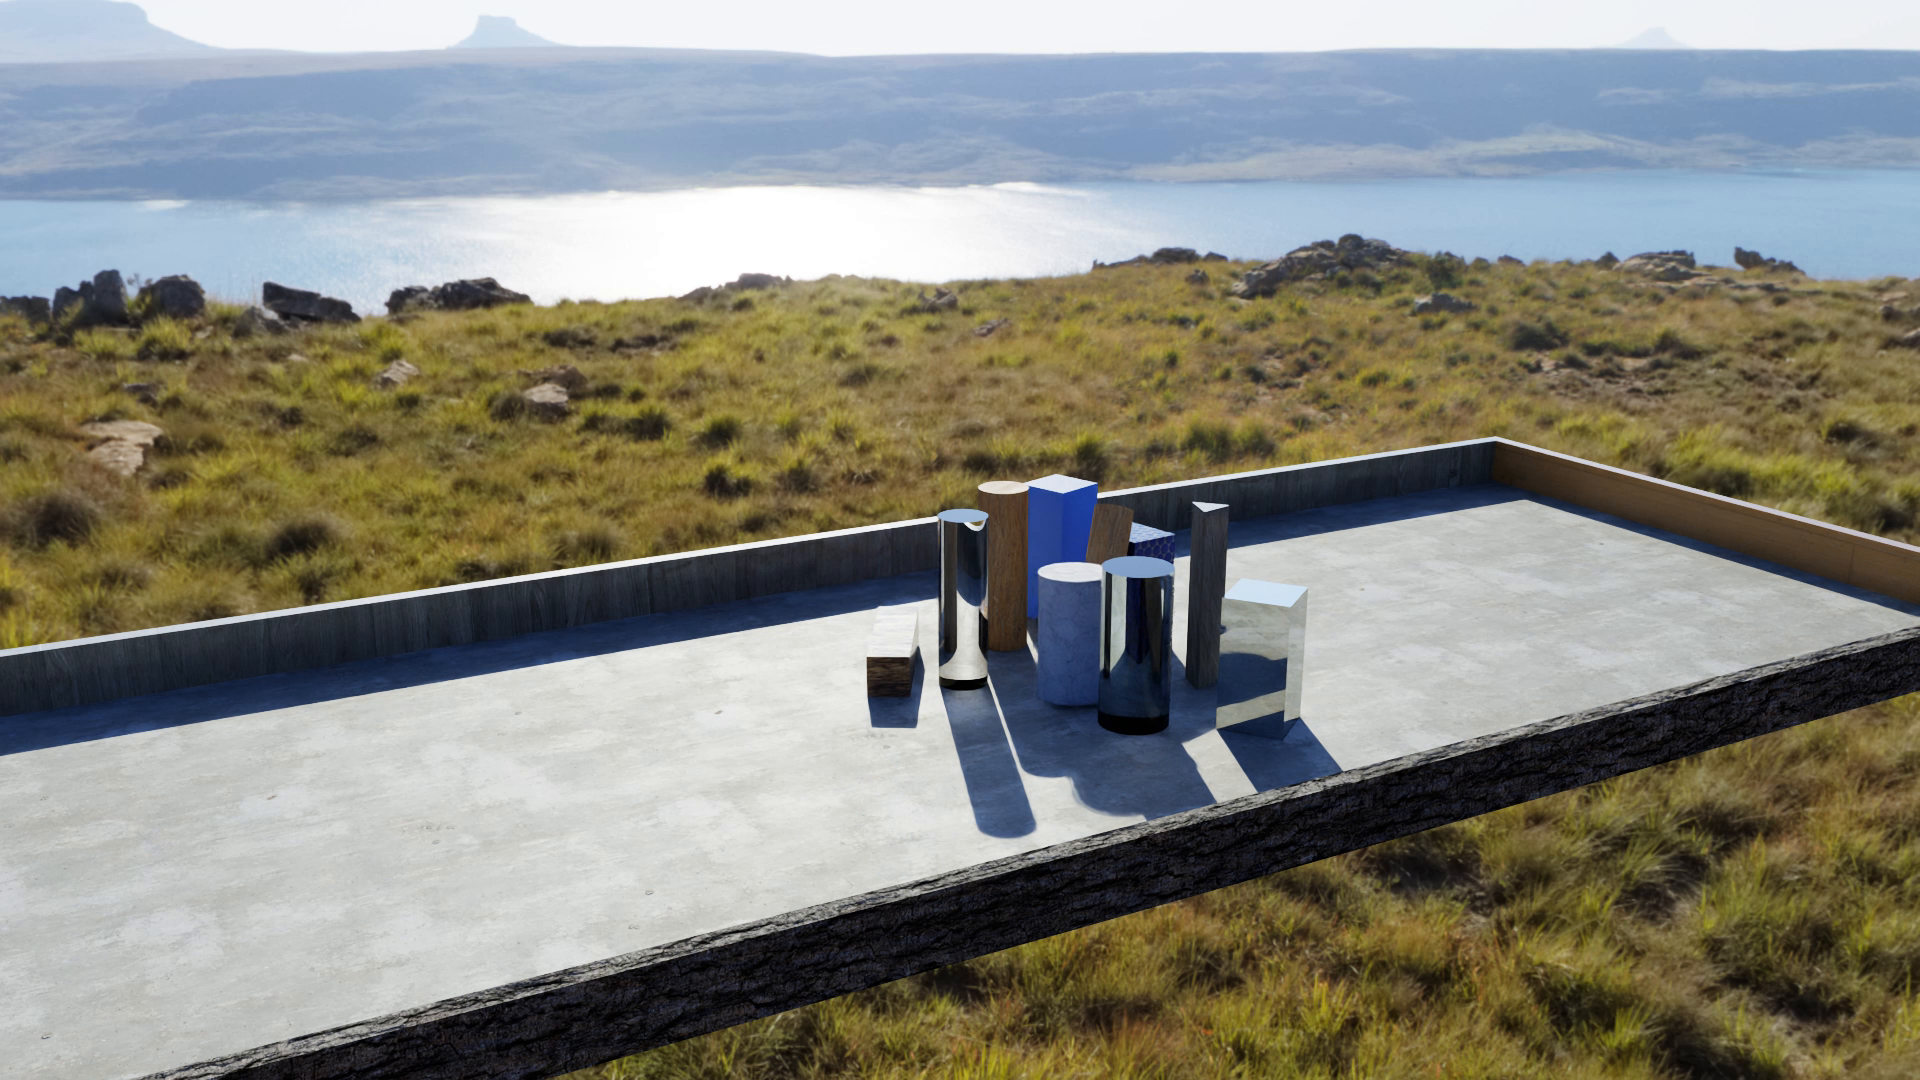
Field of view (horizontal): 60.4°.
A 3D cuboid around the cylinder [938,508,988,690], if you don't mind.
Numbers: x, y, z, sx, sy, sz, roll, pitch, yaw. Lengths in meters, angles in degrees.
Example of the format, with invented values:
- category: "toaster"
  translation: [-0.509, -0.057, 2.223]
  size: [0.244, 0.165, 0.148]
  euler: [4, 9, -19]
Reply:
- category: "cylinder"
  translation: [0.008, 0.148, 4.082]
  size: [0.124, 0.433, 0.124]
  euler: [0, 16, 0]

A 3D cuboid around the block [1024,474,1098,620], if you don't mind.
- category: "block"
  translation: [0.274, 0.026, 4.593]
  size: [0.150, 0.379, 0.150]
  euler: [15, 22, 41]

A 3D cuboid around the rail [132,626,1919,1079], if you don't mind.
- category: "rail"
  translation: [-2.336, 1.006, 1.665]
  size: [12.000, 0.150, 0.050]
  euler: [-9, 18, -27]

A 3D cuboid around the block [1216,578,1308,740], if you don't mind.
- category: "block"
  translation: [0.703, 0.276, 3.842]
  size: [0.159, 0.324, 0.159]
  euler: [8, 18, 24]

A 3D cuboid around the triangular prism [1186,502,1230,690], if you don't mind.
- category: "triangular prism"
  translation: [0.597, 0.135, 4.085]
  size: [0.089, 0.458, 0.077]
  euler: [-14, 21, -38]

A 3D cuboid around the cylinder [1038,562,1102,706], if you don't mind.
- category: "cylinder"
  translation: [0.279, 0.228, 4.017]
  size: [0.180, 0.310, 0.180]
  euler: [0, 14, 0]

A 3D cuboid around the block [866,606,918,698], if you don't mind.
- category: "block"
  translation: [-0.169, 0.281, 4.211]
  size: [0.105, 0.105, 0.380]
  euler: [1, 16, 2]

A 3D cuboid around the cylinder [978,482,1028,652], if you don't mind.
- category: "cylinder"
  translation: [0.113, 0.069, 4.358]
  size: [0.132, 0.430, 0.132]
  euler: [0, 16, 0]

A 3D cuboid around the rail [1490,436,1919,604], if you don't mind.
- category: "rail"
  translation: [2.466, -0.048, 5.253]
  size: [0.050, 0.150, 2.100]
  euler: [-9, 18, -27]

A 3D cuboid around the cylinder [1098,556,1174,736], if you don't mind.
- category: "cylinder"
  translation: [0.409, 0.245, 3.843]
  size: [0.168, 0.382, 0.168]
  euler: [0, 16, 0]

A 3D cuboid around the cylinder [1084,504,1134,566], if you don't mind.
- category: "cylinder"
  translation: [0.361, 0.119, 4.213]
  size: [0.103, 0.412, 0.103]
  euler: [10, -8, 1]

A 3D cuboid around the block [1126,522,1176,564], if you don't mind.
- category: "block"
  translation: [0.453, 0.126, 4.379]
  size: [0.155, 0.302, 0.155]
  euler: [-10, 19, -40]

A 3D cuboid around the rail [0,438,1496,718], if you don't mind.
- category: "rail"
  translation: [-3.305, 0.497, 3.399]
  size: [12.000, 0.150, 0.050]
  euler: [-9, 18, -27]
